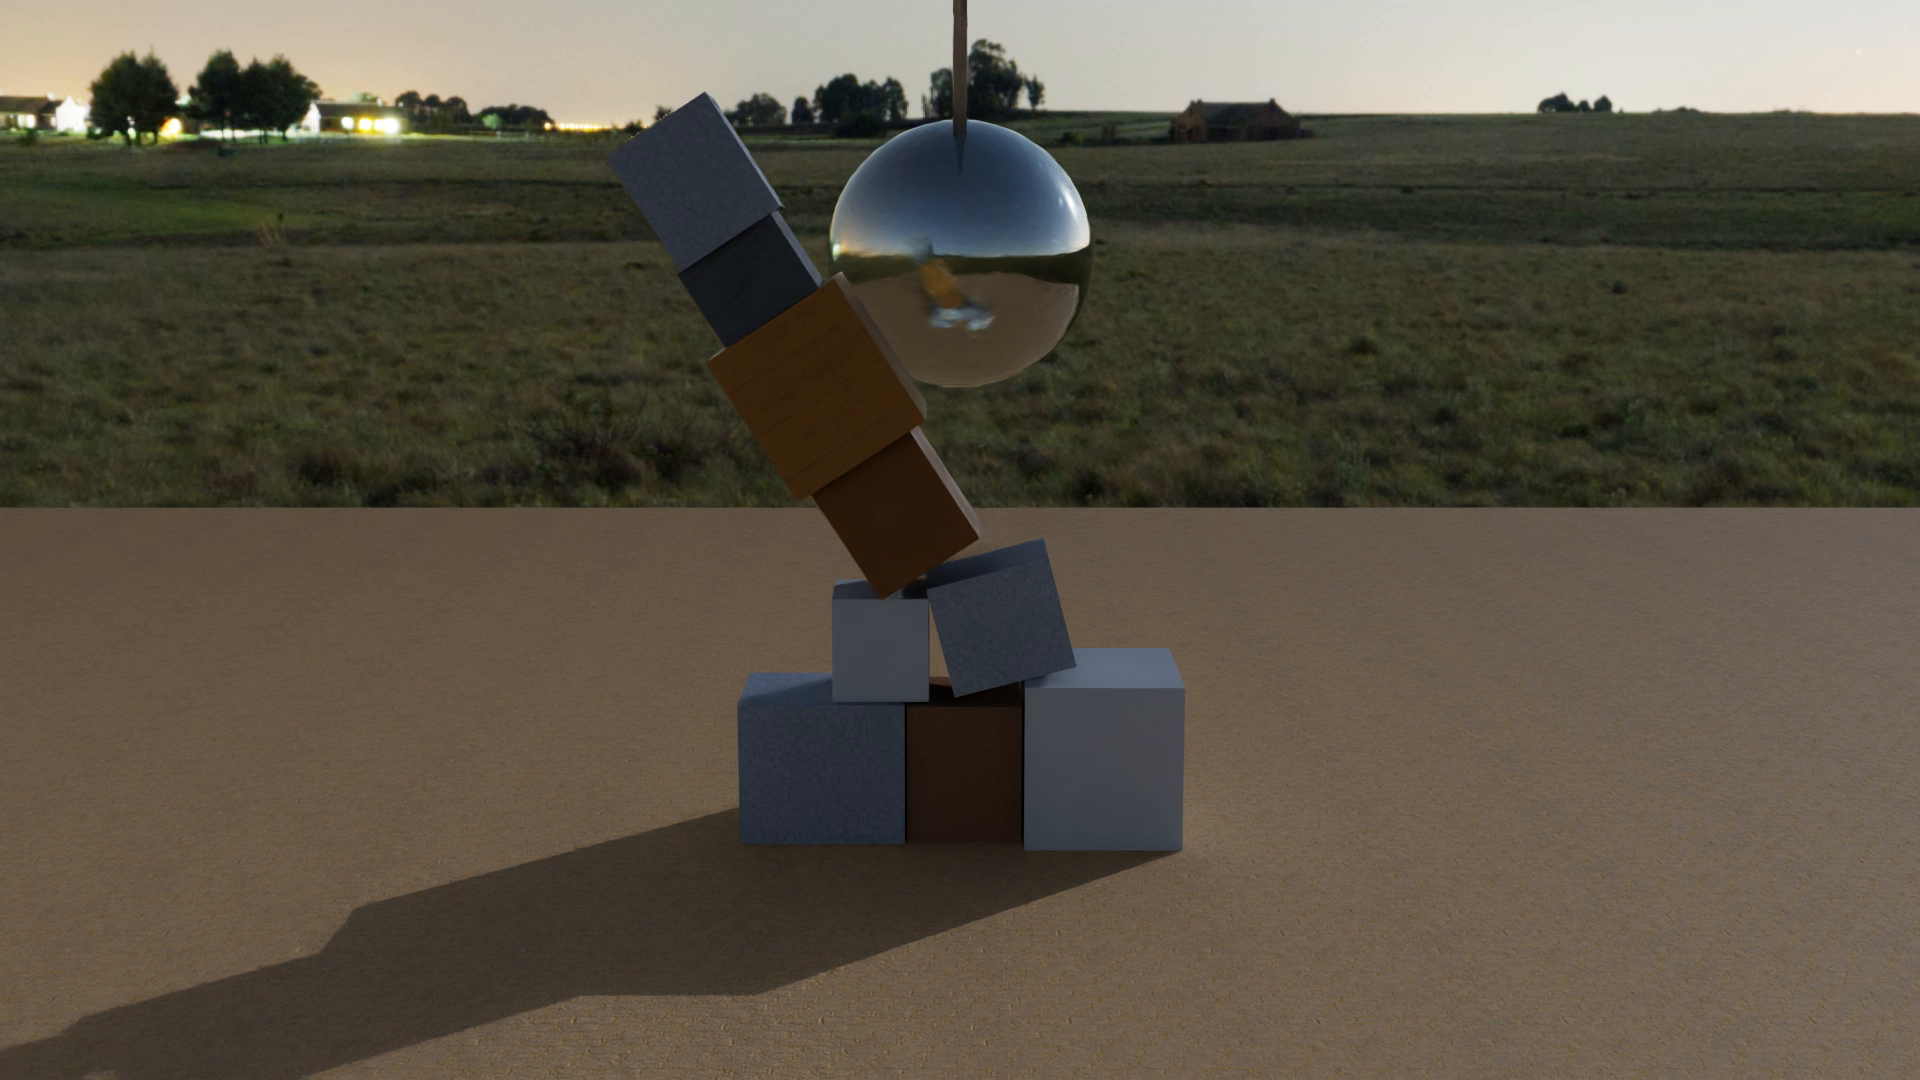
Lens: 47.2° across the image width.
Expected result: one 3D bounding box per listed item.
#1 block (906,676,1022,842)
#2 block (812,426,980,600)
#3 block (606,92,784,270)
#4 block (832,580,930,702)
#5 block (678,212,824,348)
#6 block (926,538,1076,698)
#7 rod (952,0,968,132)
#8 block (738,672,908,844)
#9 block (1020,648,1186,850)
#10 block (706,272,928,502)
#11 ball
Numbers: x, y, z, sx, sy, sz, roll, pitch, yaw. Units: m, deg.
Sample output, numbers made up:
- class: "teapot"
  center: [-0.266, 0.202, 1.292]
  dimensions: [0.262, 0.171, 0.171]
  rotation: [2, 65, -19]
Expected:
- class: "block"
  center: [0.022, 1.127, 11.399]
  dimensions: [0.578, 0.703, 0.631]
  rotation: [0, 10, 0]
- class: "block"
  center: [-0.319, -0.171, 11.140]
  dimensions: [0.579, 0.645, 0.584]
  rotation: [-32, 9, 6]
- class: "block"
  center: [-1.294, -1.763, 10.851]
  dimensions: [0.570, 0.647, 0.599]
  rotation: [-33, 8, 3]
- class: "block"
  center: [-0.400, 0.509, 11.264]
  dimensions: [0.485, 0.528, 0.507]
  rotation: [0, 10, 0]
- class: "block"
  center: [-1.031, -1.302, 10.941]
  dimensions: [0.543, 0.429, 0.493]
  rotation: [-32, 9, 6]
- class: "block"
  center: [0.205, 0.390, 11.266]
  dimensions: [0.631, 0.572, 0.569]
  rotation: [-14, 10, 2]
- class: "rod"
  center: [0.000, -4.569, 11.360]
  dimensions: [0.080, 5.200, 0.080]
  rotation: [0, 33, 0]
- class: "block"
  center: [-0.695, 1.120, 11.392]
  dimensions: [0.836, 0.720, 0.693]
  rotation: [0, 10, 0]
- class: "block"
  center: [0.718, 1.066, 11.365]
  dimensions: [0.792, 0.837, 0.871]
  rotation: [0, 10, 0]
- class: "block"
  center: [-0.700, -0.786, 11.045]
  dimensions: [0.742, 0.813, 0.799]
  rotation: [-32, 9, 5]
- class: "ball"
  center: [0.000, -1.711, 13.202]
  dimensions: [1.600, 1.600, 1.600]
  rotation: [0, 10, 0]
